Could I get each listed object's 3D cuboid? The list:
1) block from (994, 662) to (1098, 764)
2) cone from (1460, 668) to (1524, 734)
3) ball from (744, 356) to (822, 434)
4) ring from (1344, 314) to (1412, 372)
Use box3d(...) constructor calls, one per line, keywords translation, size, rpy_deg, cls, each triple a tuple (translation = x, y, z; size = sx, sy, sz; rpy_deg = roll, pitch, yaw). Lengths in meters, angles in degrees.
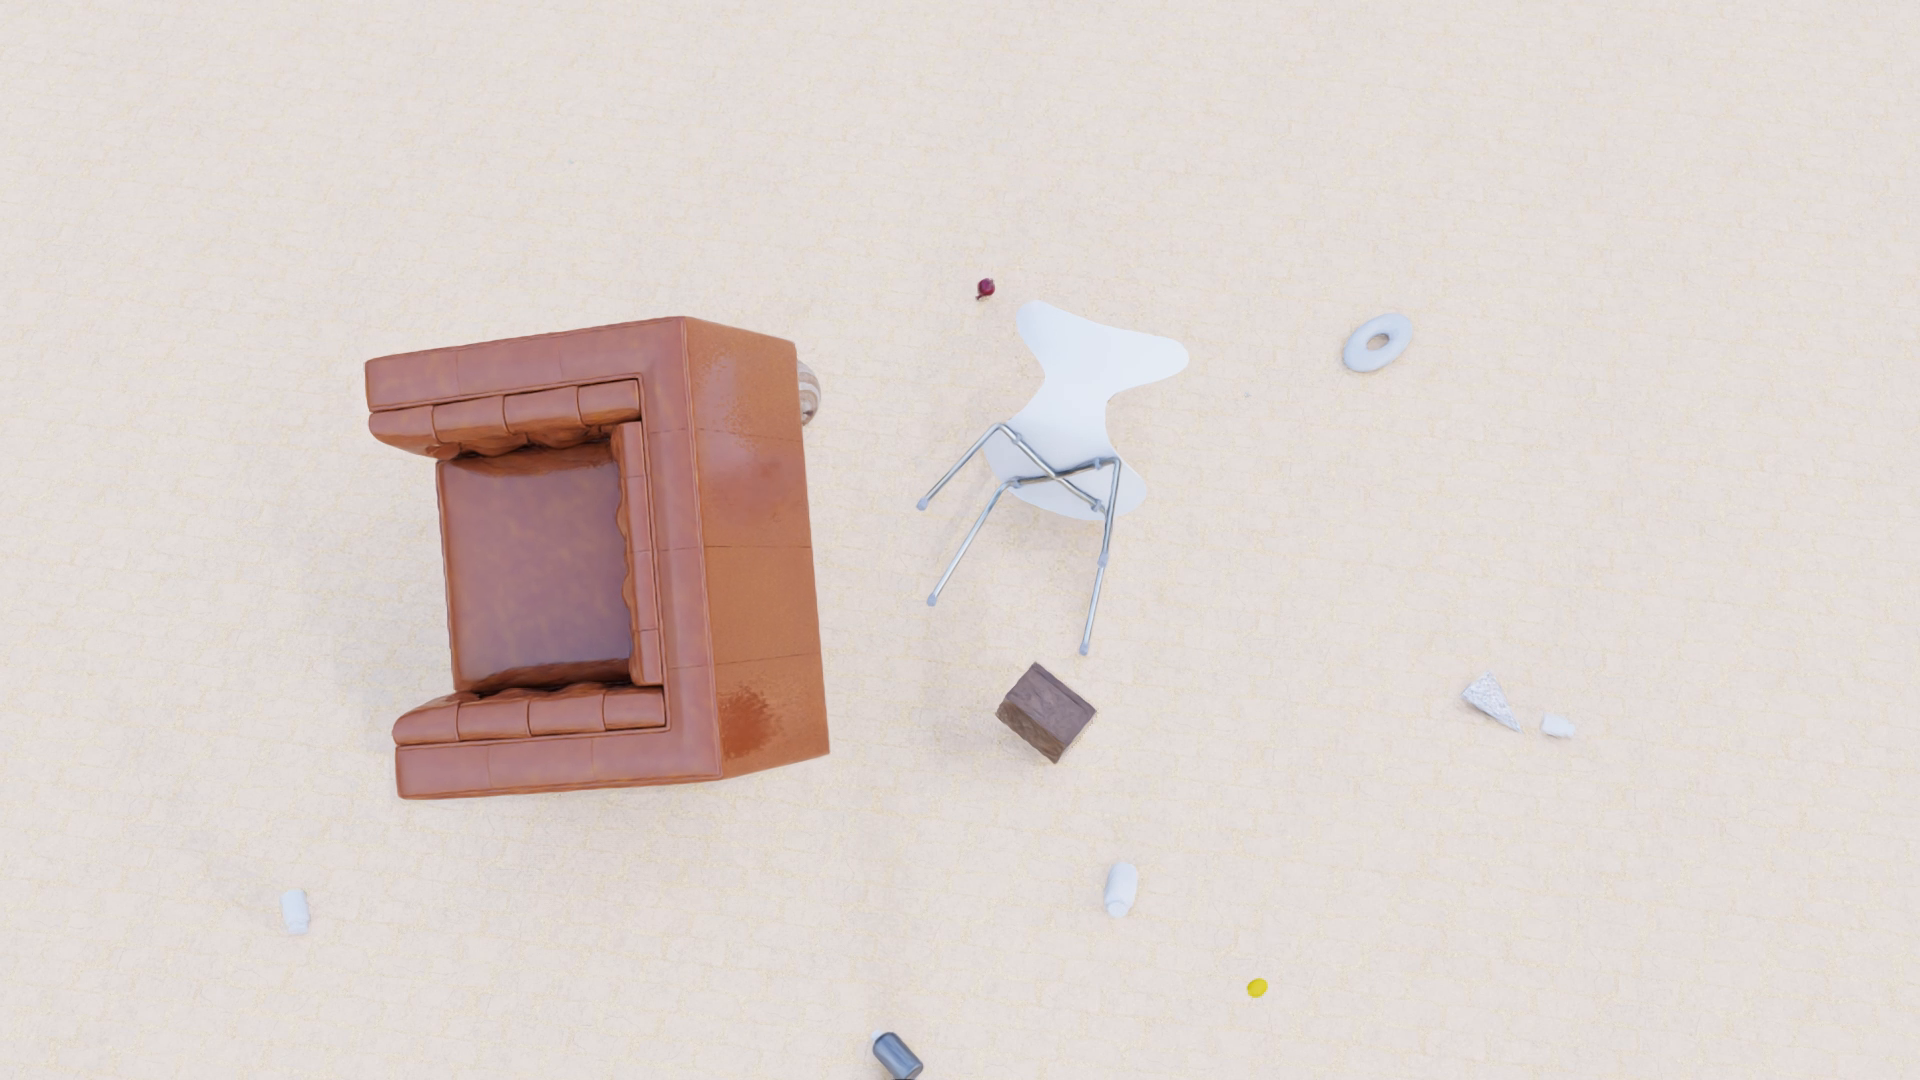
box3d(translation=(0.235, 0.477, 6.056), size=(0.218, 0.135, 0.143), rpy_deg=(38, 62, 8), cls="block")
box3d(translation=(1.526, 0.476, 6.223), size=(0.201, 0.104, 0.140), rpy_deg=(48, 47, 10), cls="cone")
box3d(translation=(-0.542, -0.445, 6.731), size=(0.234, 0.234, 0.234), rpy_deg=(0, 56, 0), cls="ball")
box3d(translation=(1.324, -0.627, 6.965), size=(0.283, 0.050, 0.161), rpy_deg=(-39, 63, -22), cls="ring")
